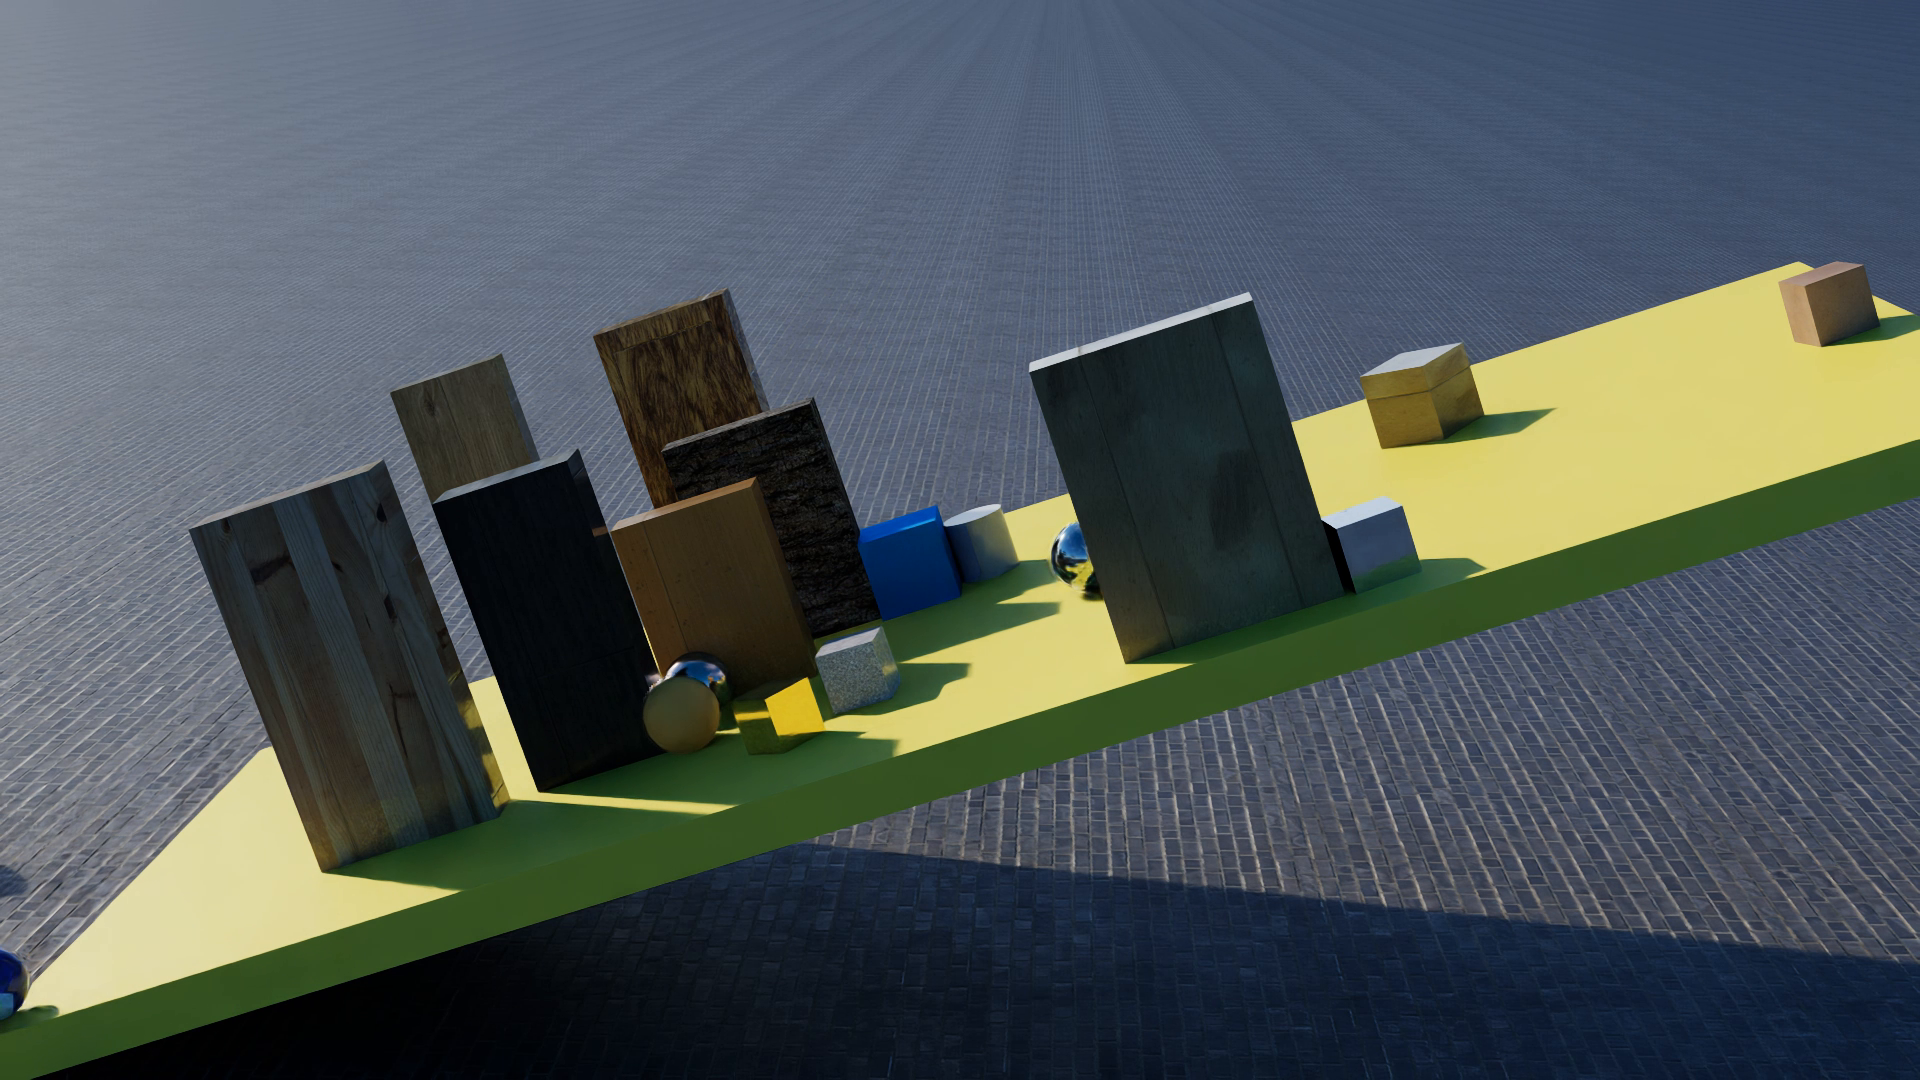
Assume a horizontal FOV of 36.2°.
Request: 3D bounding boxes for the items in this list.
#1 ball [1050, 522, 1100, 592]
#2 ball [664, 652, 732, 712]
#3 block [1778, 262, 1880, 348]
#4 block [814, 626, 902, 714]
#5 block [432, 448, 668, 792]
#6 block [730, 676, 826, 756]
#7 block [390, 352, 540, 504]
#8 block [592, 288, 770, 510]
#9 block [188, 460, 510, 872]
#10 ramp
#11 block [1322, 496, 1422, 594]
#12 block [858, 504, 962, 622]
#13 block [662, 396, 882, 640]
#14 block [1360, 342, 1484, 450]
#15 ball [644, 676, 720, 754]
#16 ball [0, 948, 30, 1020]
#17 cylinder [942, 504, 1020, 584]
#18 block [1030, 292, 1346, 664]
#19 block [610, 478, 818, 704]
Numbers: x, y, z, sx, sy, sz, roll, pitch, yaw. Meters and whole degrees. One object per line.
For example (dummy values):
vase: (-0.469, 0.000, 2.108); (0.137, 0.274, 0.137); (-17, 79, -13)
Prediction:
ball: (0.263, 0.033, 6.110); (0.148, 0.148, 0.148); (0, 12, 0)
ball: (-0.546, 0.304, 6.128); (0.145, 0.145, 0.145); (0, 12, 0)
block: (1.821, -0.495, 6.164); (0.134, 0.134, 0.134); (-19, 11, -5)
block: (-0.202, 0.257, 5.841); (0.122, 0.122, 0.122); (-16, 11, 11)
block: (-0.818, 0.164, 5.990); (0.289, 0.629, 0.145); (-18, 11, 6)
block: (-0.353, 0.341, 5.697); (0.113, 0.113, 0.113); (-27, 14, -39)
block: (-1.071, -0.020, 6.910); (0.258, 0.793, 0.092); (-18, 11, 6)
block: (-0.599, -0.198, 7.118); (0.325, 0.751, 0.139); (-18, 11, 6)
block: (-1.220, 0.254, 5.906); (0.382, 0.743, 0.130); (-18, 11, 6)
ramp: (0.104, 0.182, 6.308); (4.000, 0.100, 2.000); (-18, 11, 6)
block: (0.759, 0.009, 5.437); (0.129, 0.129, 0.129); (-19, 11, -3)
block: (-0.111, 0.051, 6.573); (0.181, 0.181, 0.181); (-18, 11, 4)
block: (-0.413, -0.022, 6.571); (0.347, 0.507, 0.104); (-18, 11, 6)
block: (1.027, -0.320, 6.536); (0.171, 0.171, 0.171); (-8, 15, 44)
ball: (-0.557, 0.350, 5.889); (0.155, 0.155, 0.155); (0, 12, 0)
ball: (-1.847, 0.848, 5.605); (0.142, 0.142, 0.142); (0, 12, 0)
cylinder: (0.049, 0.008, 6.634); (0.138, 0.138, 0.138); (-18, 11, 3)
block: (0.418, -0.113, 5.427); (0.424, 0.574, 0.118); (-18, 11, 6)
block: (-0.514, 0.124, 6.221); (0.312, 0.428, 0.113); (-18, 11, 6)
